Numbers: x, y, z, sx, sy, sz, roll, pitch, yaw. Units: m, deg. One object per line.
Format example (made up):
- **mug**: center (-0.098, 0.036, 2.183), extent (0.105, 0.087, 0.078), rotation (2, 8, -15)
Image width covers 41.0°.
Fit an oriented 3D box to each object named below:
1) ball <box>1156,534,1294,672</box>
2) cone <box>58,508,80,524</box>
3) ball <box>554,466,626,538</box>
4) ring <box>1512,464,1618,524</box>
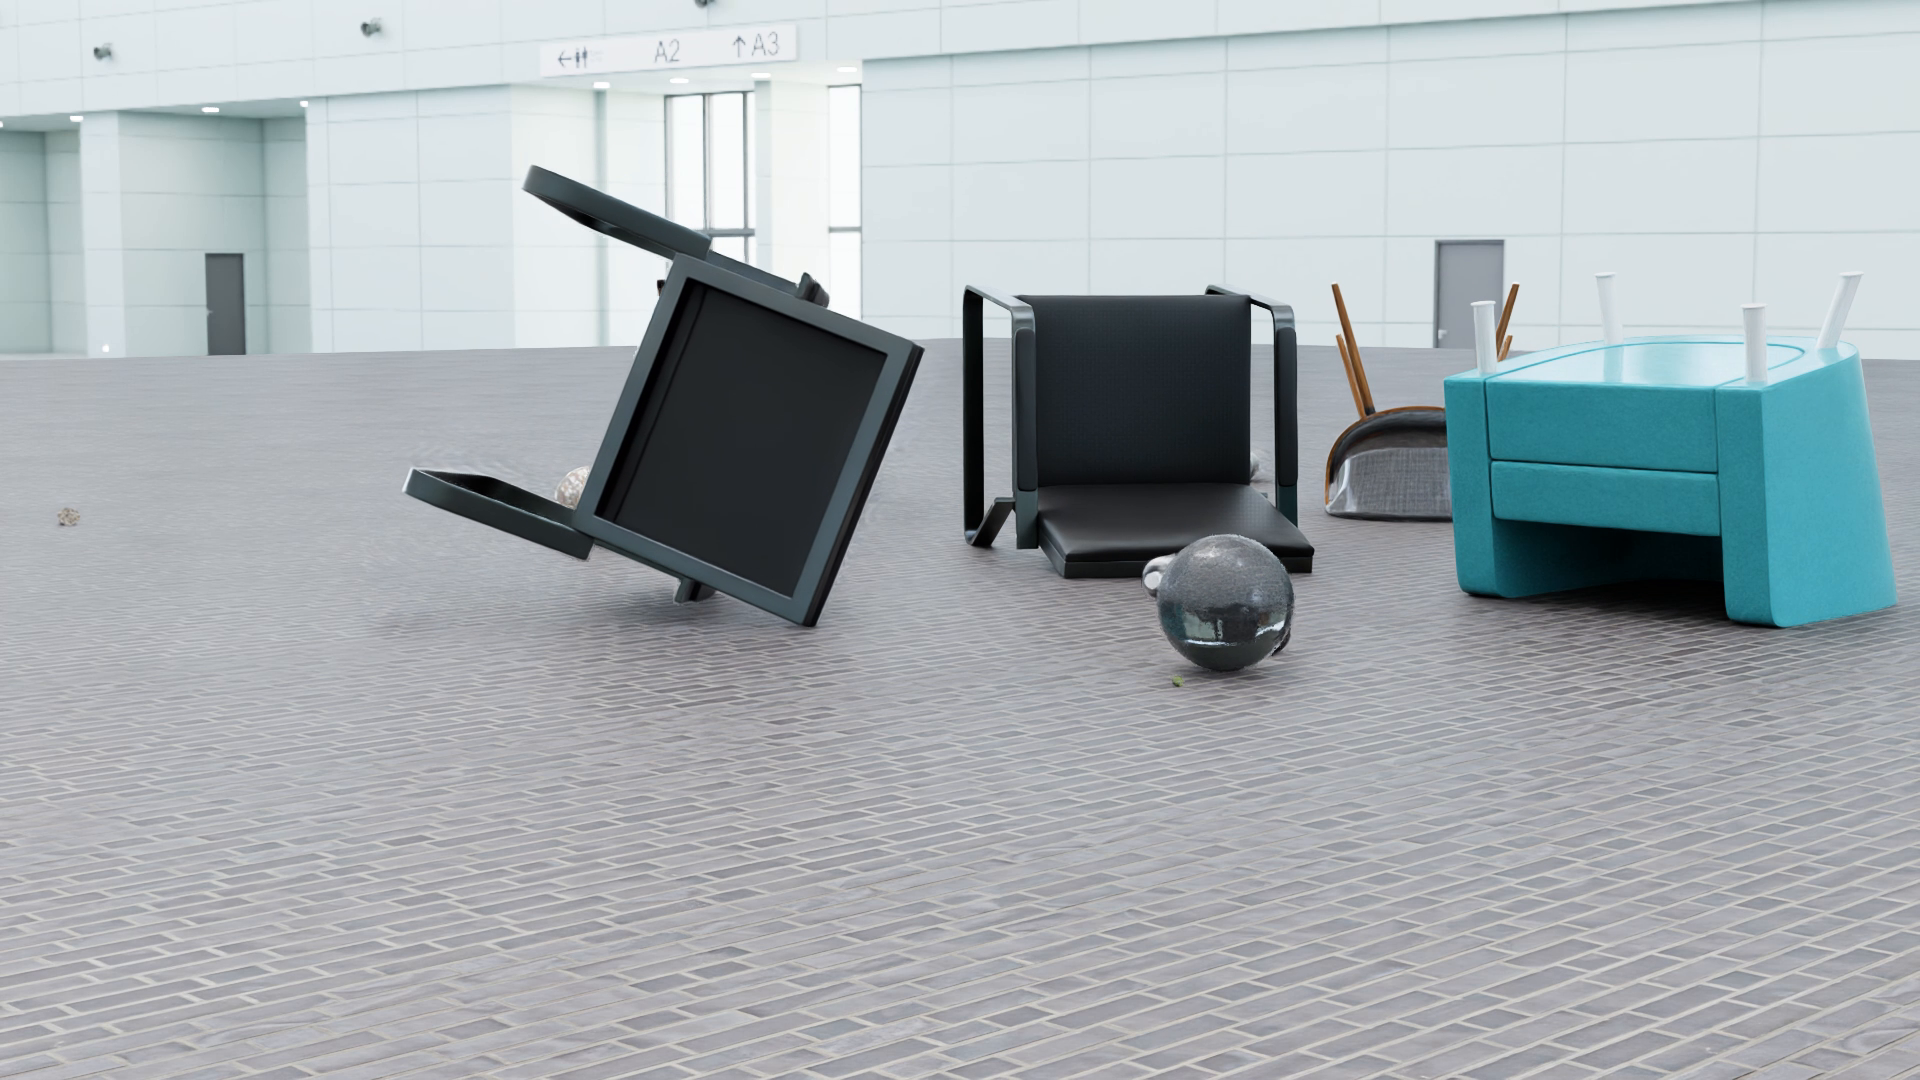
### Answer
- **ball**: center (0.443, 0.104, 4.281), extent (0.229, 0.229, 0.229), rotation (0, 6, 0)
- **cone**: center (-2.385, -0.055, 6.834), extent (0.062, 0.047, 0.063), rotation (1, -17, -40)
- **ball**: center (-0.930, -0.096, 6.457), extent (0.182, 0.182, 0.182), rotation (0, 6, 0)
- **ring**: center (1.635, -0.125, 6.935), extent (0.284, 0.144, 0.259), rotation (7, 11, 42)
